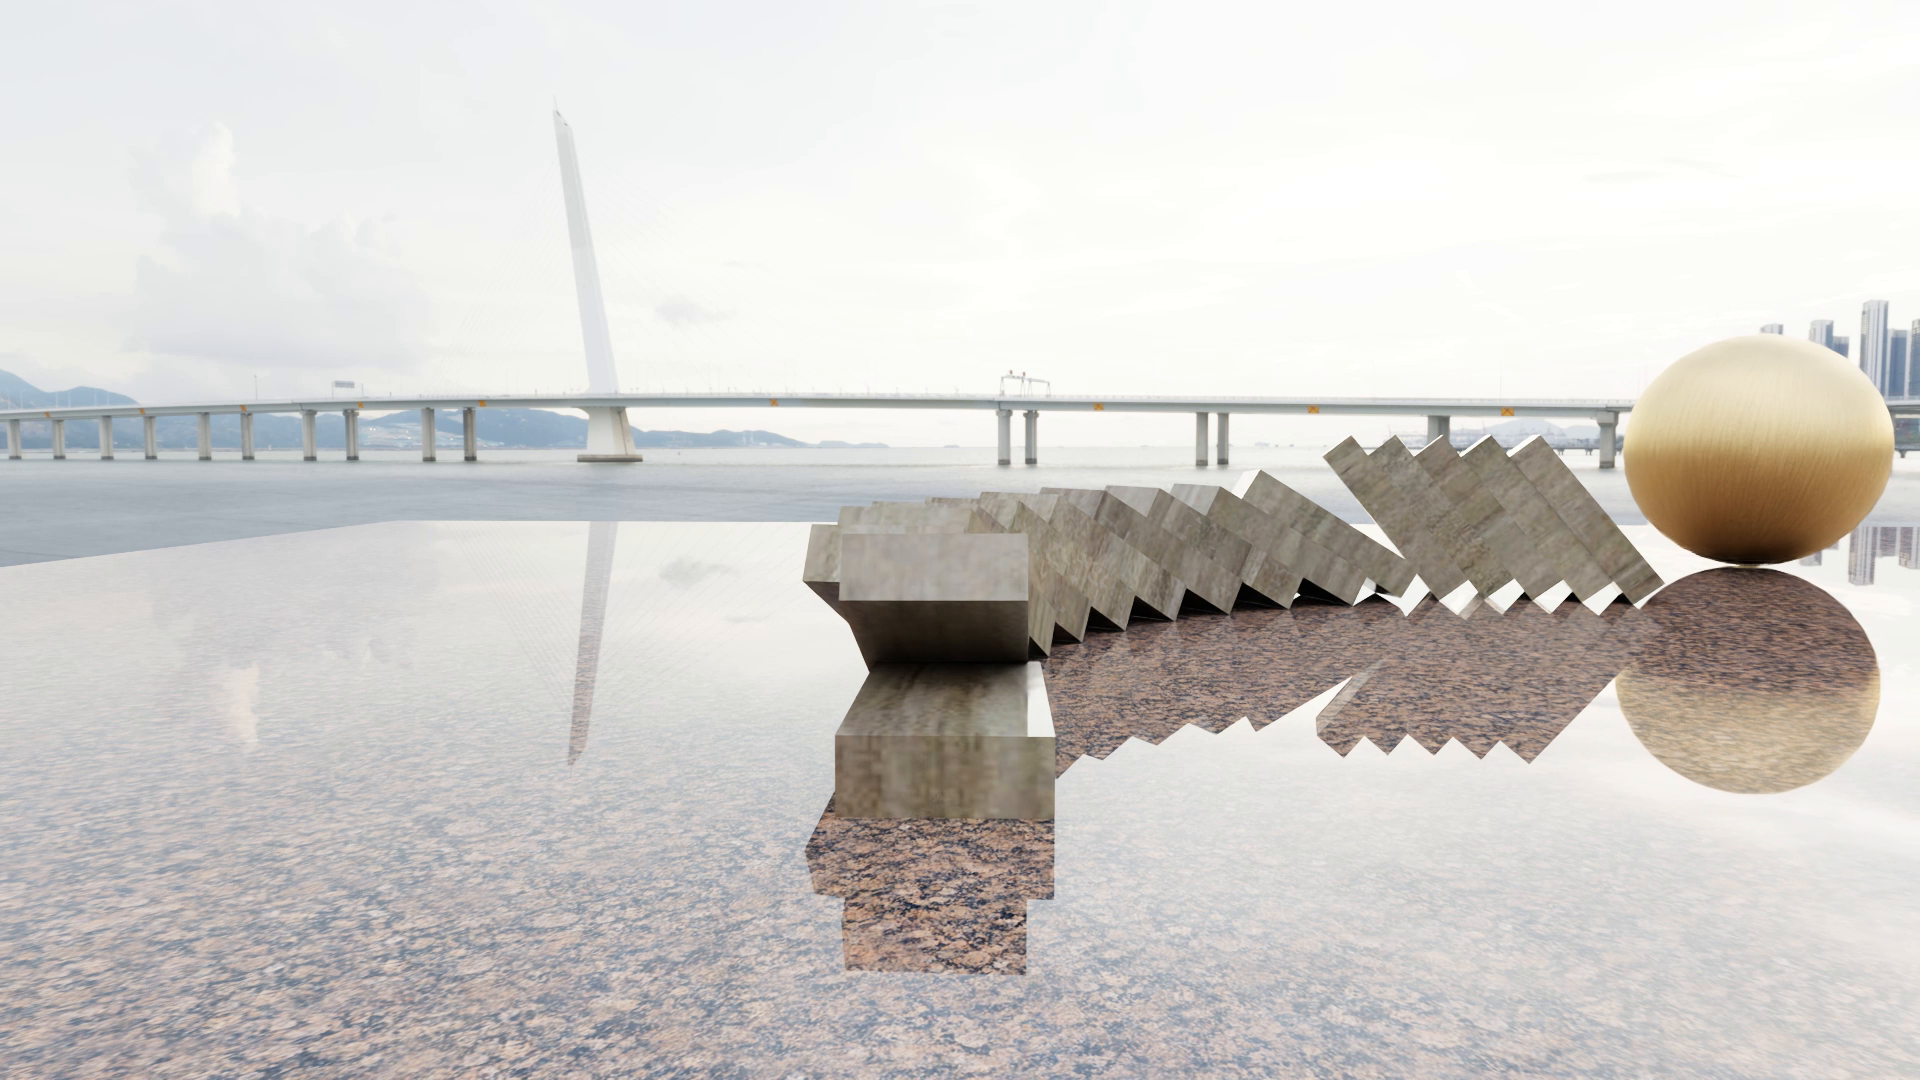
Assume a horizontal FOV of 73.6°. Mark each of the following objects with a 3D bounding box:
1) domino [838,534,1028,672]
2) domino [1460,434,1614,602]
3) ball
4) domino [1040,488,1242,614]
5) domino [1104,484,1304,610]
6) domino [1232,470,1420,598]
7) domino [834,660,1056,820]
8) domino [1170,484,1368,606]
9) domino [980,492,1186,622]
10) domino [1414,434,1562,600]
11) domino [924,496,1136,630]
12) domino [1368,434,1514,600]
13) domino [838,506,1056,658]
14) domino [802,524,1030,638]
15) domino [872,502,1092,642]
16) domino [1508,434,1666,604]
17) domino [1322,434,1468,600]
[{"bbox_3d":[-0.002,0.013,0.194,0.025,0.009,0.050,0,-22,3],"label":"domino"},{"bbox_3d":[0.160,-0.007,0.358,0.010,0.050,0.025,-39,-9,18],"label":"domino"},{"bbox_3d":[0.275,-0.031,0.445,0.080,0.080,0.080,0,4,0],"label":"ball"},{"bbox_3d":[0.044,0.003,0.319,0.050,0.009,0.025,30,-12,-30],"label":"domino"},{"bbox_3d":[0.061,0.002,0.332,0.050,0.009,0.025,29,-8,-24],"label":"domino"},{"bbox_3d":[0.100,-0.002,0.355,0.050,0.009,0.025,32,2,2],"label":"domino"},{"bbox_3d":[-0.001,0.025,0.171,0.025,0.010,0.050,0,4,2],"label":"domino"},{"bbox_3d":[0.081,0.001,0.342,0.050,0.009,0.025,28,-5,-18],"label":"domino"},{"bbox_3d":[0.028,0.004,0.302,0.050,0.009,0.025,32,-18,-38],"label":"domino"},{"bbox_3d":[0.148,-0.007,0.362,0.009,0.050,0.025,-39,-9,18],"label":"domino"},{"bbox_3d":[0.015,0.006,0.284,0.025,0.010,0.050,4,-21,40],"label":"domino"},{"bbox_3d":[0.136,-0.007,0.363,0.009,0.050,0.025,-39,-9,18],"label":"domino"},{"bbox_3d":[-0.002,0.009,0.242,0.025,0.009,0.050,2,-23,23],"label":"domino"},{"bbox_3d":[-0.006,0.011,0.219,0.025,0.009,0.050,1,-21,16],"label":"domino"},{"bbox_3d":[0.004,0.007,0.264,0.025,0.009,0.050,3,-22,35],"label":"domino"},{"bbox_3d":[0.171,-0.006,0.353,0.009,0.050,0.025,-39,-9,18],"label":"domino"},{"bbox_3d":[0.122,-0.007,0.361,0.010,0.050,0.025,-39,-6,14],"label":"domino"}]
